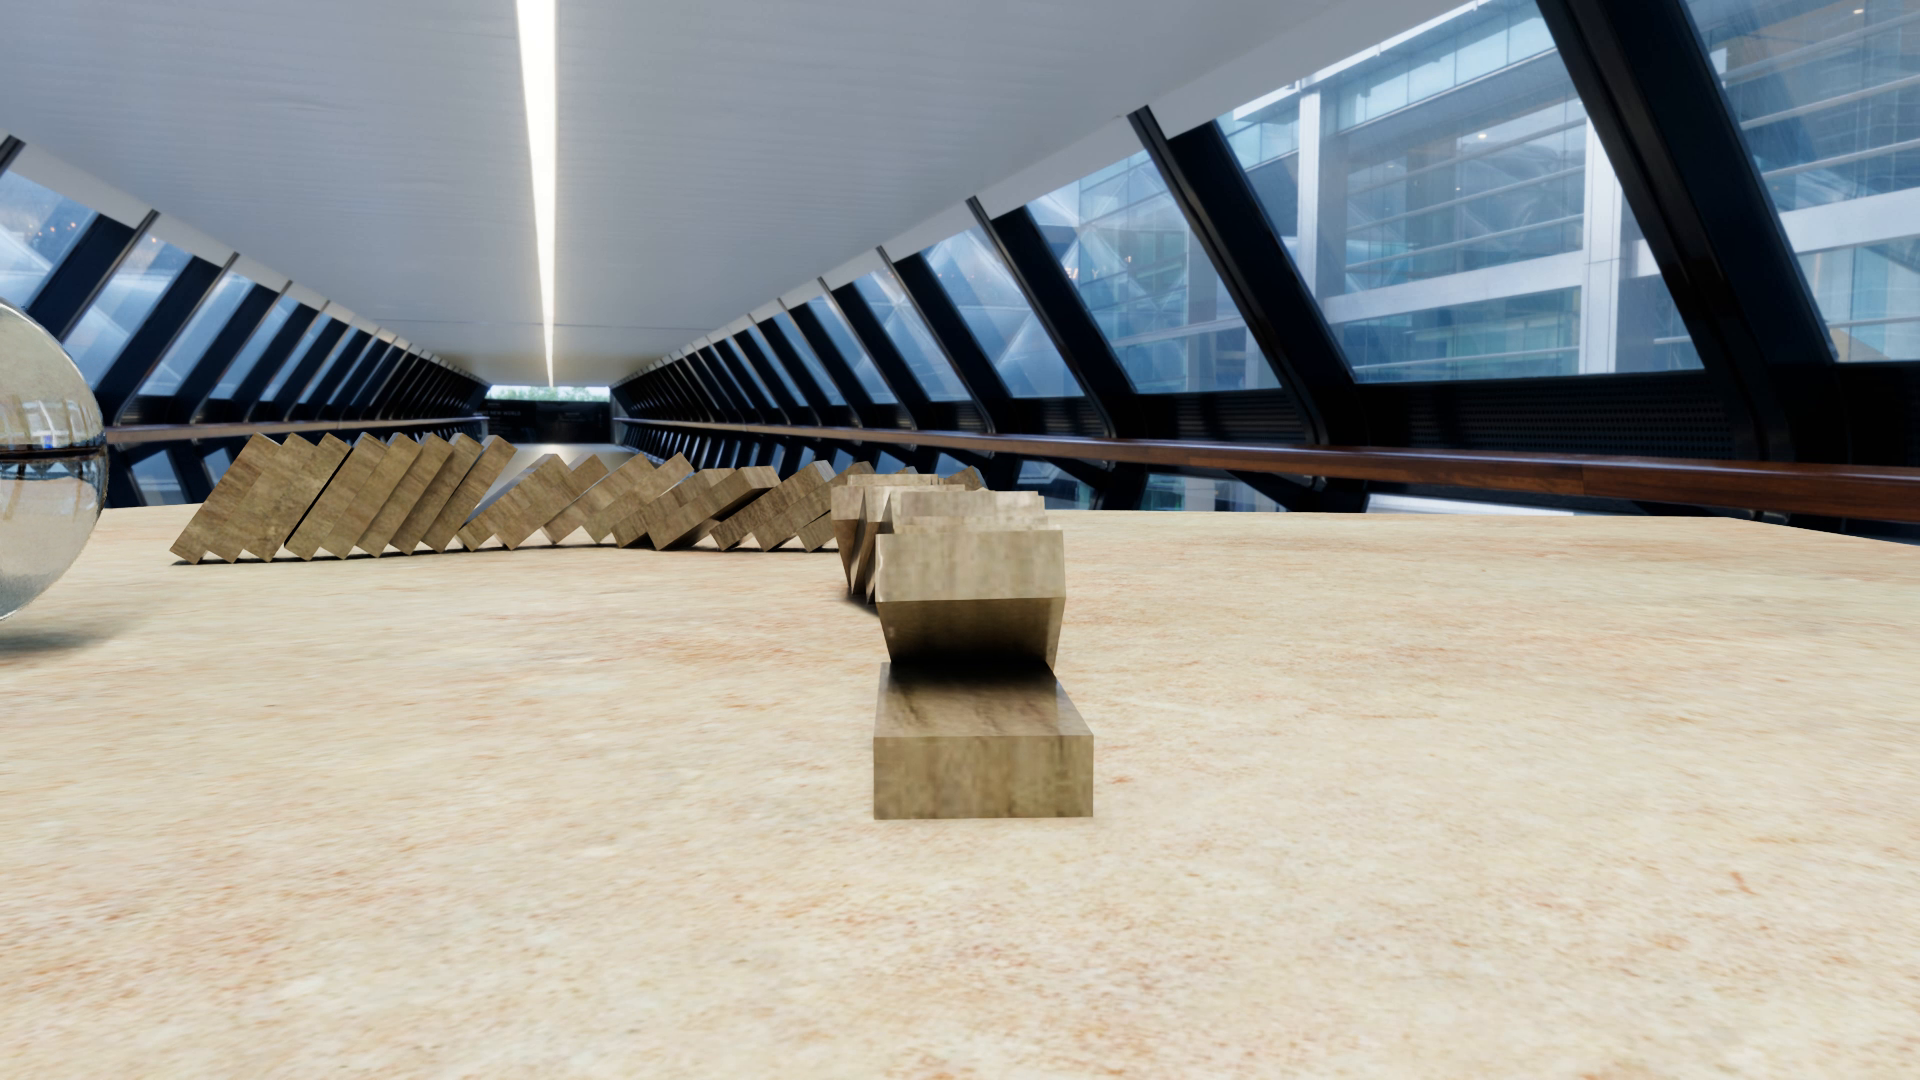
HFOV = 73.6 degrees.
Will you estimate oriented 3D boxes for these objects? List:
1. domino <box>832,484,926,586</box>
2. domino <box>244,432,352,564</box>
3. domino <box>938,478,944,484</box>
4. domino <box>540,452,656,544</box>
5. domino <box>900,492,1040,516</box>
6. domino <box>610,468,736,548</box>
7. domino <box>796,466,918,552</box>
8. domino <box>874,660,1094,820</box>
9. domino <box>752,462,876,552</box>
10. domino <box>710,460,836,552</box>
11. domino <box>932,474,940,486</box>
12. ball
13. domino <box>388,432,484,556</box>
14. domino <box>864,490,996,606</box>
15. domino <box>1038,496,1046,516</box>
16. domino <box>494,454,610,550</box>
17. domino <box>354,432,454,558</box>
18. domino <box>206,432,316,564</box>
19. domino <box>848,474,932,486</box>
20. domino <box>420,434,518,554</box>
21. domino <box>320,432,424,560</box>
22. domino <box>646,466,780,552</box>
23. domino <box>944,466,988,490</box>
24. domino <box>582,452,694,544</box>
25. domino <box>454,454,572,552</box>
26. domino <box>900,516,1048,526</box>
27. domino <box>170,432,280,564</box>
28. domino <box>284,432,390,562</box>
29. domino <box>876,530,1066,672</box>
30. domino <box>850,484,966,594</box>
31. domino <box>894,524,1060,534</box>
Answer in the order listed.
[{"bbox_3d":[-0.021,-0.001,0.361,0.025,0.010,0.050,-2,-23,0],"label":"domino"},{"bbox_3d":[-0.243,-0.016,0.472,0.010,0.050,0.025,36,-11,-23],"label":"domino"},{"bbox_3d":[-0.017,-0.007,0.447,0.025,0.010,0.050,0,-23,3],"label":"domino"},{"bbox_3d":[-0.152,-0.017,0.538,0.050,0.010,0.025,-40,13,-18],"label":"domino"},{"bbox_3d":[0.001,0.006,0.255,0.025,0.010,0.050,0,-24,-2],"label":"domino"},{"bbox_3d":[-0.115,-0.013,0.525,0.050,0.009,0.025,-29,-6,20],"label":"domino"},{"bbox_3d":[-0.039,-0.012,0.510,0.050,0.009,0.025,-30,1,7],"label":"domino"},{"bbox_3d":[0.002,0.025,0.170,0.025,0.010,0.050,0,4,-2],"label":"domino"},{"bbox_3d":[-0.057,-0.014,0.511,0.050,0.010,0.025,-33,1,8],"label":"domino"},{"bbox_3d":[-0.074,-0.014,0.512,0.050,0.010,0.025,-33,1,8],"label":"domino"},{"bbox_3d":[-0.018,-0.006,0.424,0.025,0.010,0.050,0,-25,4],"label":"domino"},{"bbox_3d":[-0.218,-0.017,0.257,0.080,0.080,0.080,0,4,0],"label":"ball"},{"bbox_3d":[-0.206,-0.018,0.501,0.010,0.050,0.025,36,-13,-26],"label":"domino"},{"bbox_3d":[-0.008,0.003,0.321,0.025,0.010,0.050,-1,-23,-12],"label":"domino"},{"bbox_3d":[0.002,0.005,0.277,0.025,0.010,0.050,2,-24,-7],"label":"domino"},{"bbox_3d":[-0.170,-0.016,0.528,0.050,0.010,0.025,-43,21,-18],"label":"domino"},{"bbox_3d":[-0.214,-0.018,0.491,0.010,0.050,0.025,36,-13,-26],"label":"domino"},{"bbox_3d":[-0.254,-0.016,0.469,0.010,0.050,0.025,36,-11,-23],"label":"domino"},{"bbox_3d":[-0.020,-0.005,0.404,0.025,0.009,0.050,0,-25,4],"label":"domino"},{"bbox_3d":[-0.197,-0.019,0.510,0.010,0.050,0.025,38,-14,-25],"label":"domino"},{"bbox_3d":[-0.222,-0.017,0.483,0.010,0.050,0.025,36,-13,-26],"label":"domino"},{"bbox_3d":[-0.098,-0.013,0.512,0.050,0.010,0.025,-31,-7,20],"label":"domino"},{"bbox_3d":[-0.014,-0.013,0.513,0.050,0.010,0.025,-27,-4,6],"label":"domino"},{"bbox_3d":[-0.135,-0.018,0.541,0.050,0.010,0.025,-39,8,-10],"label":"domino"},{"bbox_3d":[-0.183,-0.016,0.520,0.050,0.009,0.025,-43,22,-19],"label":"domino"},{"bbox_3d":[0.001,0.010,0.238,0.025,0.010,0.050,0,-21,-3],"label":"domino"},{"bbox_3d":[-0.265,-0.016,0.465,0.010,0.050,0.025,36,-11,-23],"label":"domino"},{"bbox_3d":[-0.232,-0.017,0.477,0.009,0.050,0.025,36,-12,-26],"label":"domino"},{"bbox_3d":[0.002,0.012,0.193,0.025,0.010,0.050,-1,-21,1],"label":"domino"},{"bbox_3d":[-0.014,0.001,0.339,0.025,0.010,0.050,-2,-23,-10],"label":"domino"},{"bbox_3d":[0.002,0.011,0.216,0.025,0.009,0.050,0,-21,-3],"label":"domino"}]
